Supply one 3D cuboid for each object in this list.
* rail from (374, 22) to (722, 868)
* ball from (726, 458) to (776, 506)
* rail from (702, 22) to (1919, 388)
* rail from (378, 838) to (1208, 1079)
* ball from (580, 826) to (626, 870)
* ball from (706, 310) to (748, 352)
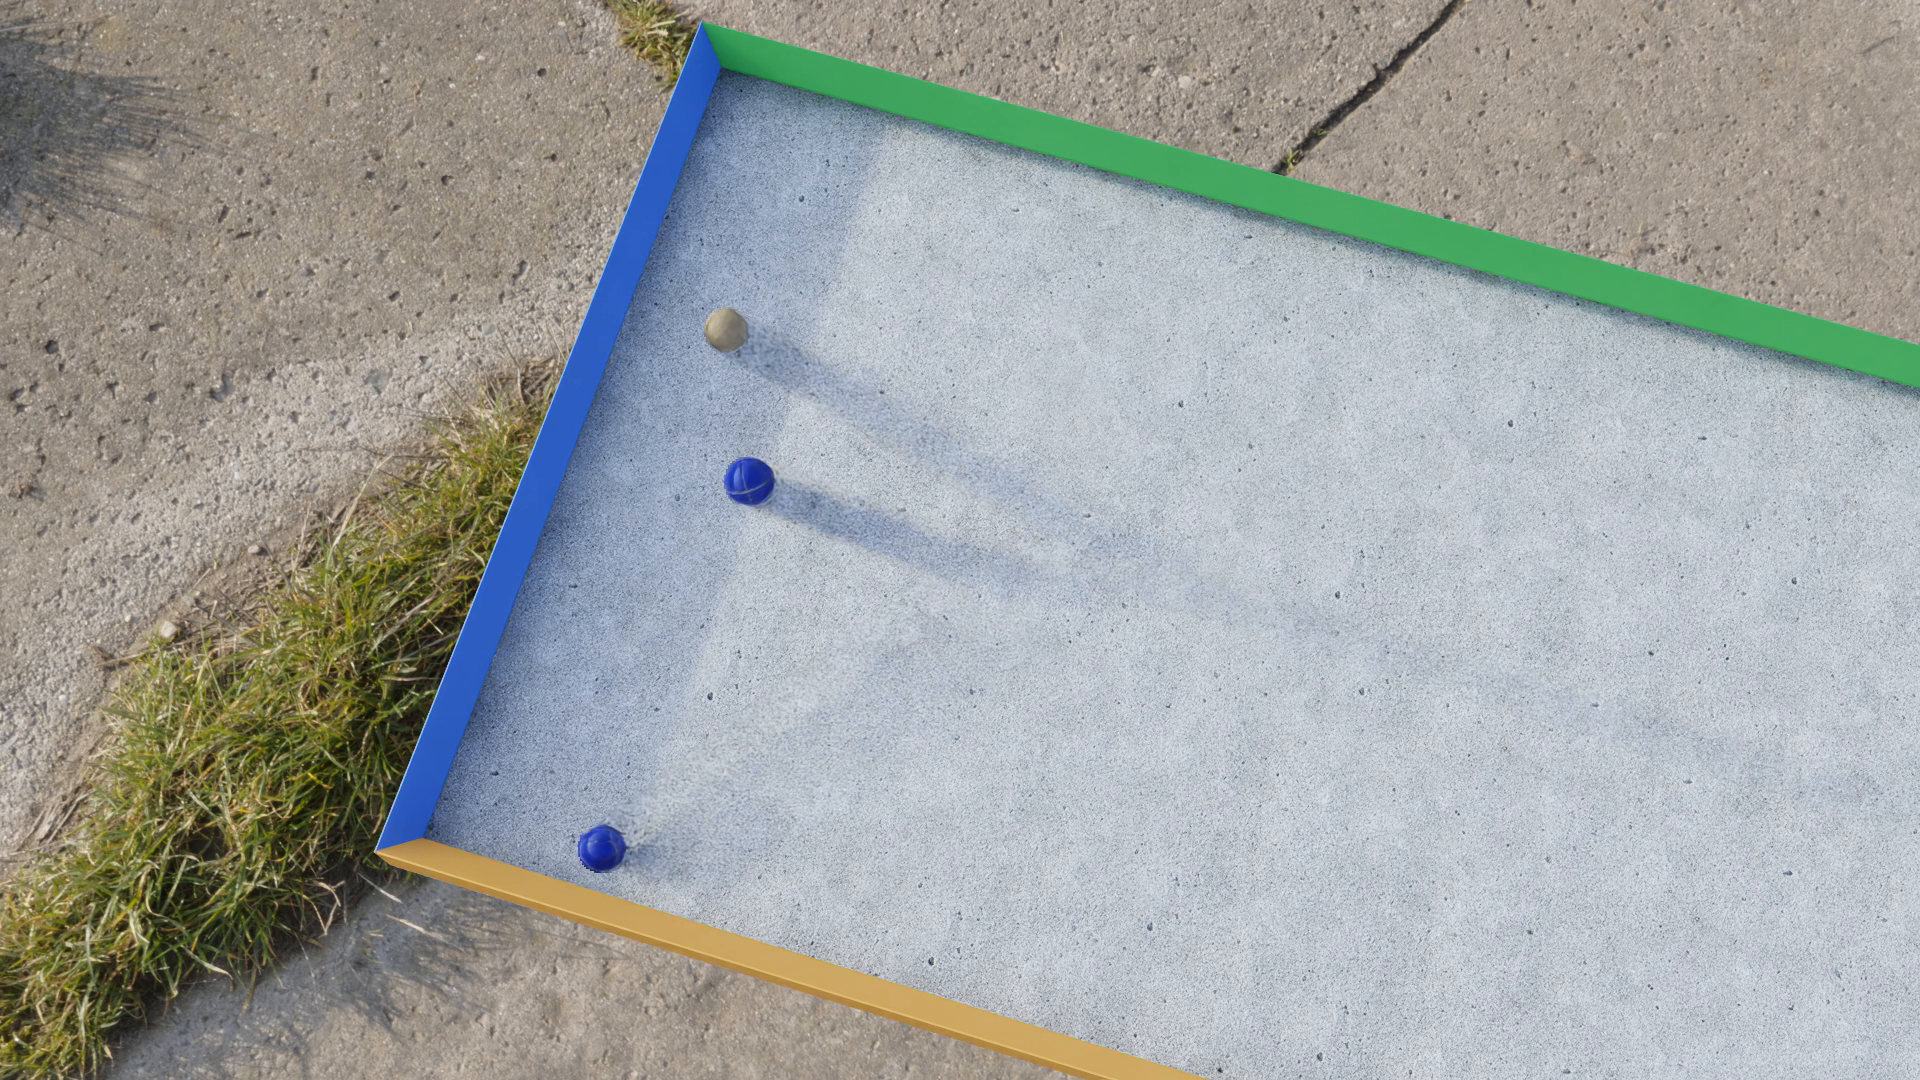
[{"bbox_3d":[-0.619,-0.182,3.469,0.045,0.100,1.456,16,72,5],"label":"rail"},{"bbox_3d":[-0.328,-0.091,3.450,0.077,0.077,0.077,0,71,0],"label":"ball"},{"bbox_3d":[0.845,-0.458,3.564,2.680,0.100,0.045,16,72,5],"label":"rail"},{"bbox_3d":[0.437,0.816,3.123,2.680,0.100,0.045,16,72,5],"label":"rail"},{"bbox_3d":[-0.530,0.457,3.265,0.068,0.068,0.068,0,71,0],"label":"ball"},{"bbox_3d":[-0.374,-0.337,3.540,0.068,0.068,0.068,0,71,0],"label":"ball"}]
